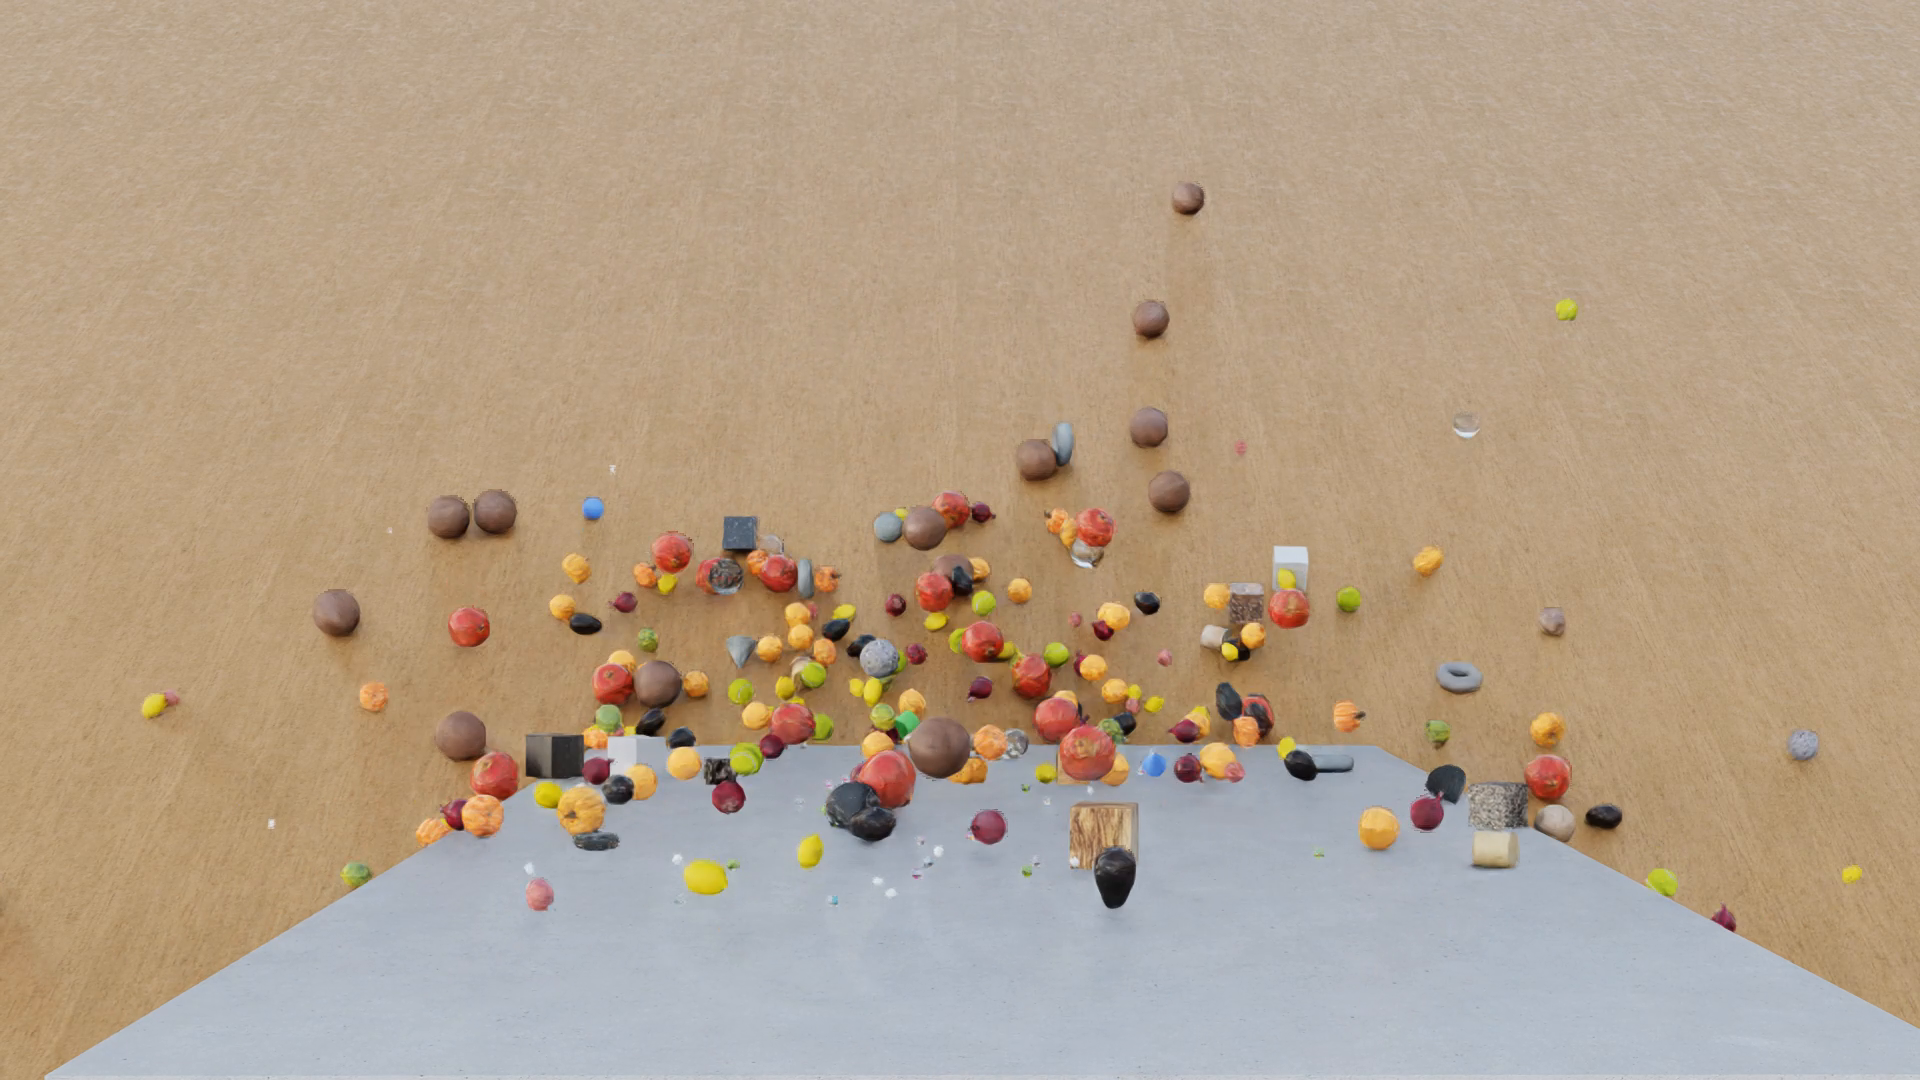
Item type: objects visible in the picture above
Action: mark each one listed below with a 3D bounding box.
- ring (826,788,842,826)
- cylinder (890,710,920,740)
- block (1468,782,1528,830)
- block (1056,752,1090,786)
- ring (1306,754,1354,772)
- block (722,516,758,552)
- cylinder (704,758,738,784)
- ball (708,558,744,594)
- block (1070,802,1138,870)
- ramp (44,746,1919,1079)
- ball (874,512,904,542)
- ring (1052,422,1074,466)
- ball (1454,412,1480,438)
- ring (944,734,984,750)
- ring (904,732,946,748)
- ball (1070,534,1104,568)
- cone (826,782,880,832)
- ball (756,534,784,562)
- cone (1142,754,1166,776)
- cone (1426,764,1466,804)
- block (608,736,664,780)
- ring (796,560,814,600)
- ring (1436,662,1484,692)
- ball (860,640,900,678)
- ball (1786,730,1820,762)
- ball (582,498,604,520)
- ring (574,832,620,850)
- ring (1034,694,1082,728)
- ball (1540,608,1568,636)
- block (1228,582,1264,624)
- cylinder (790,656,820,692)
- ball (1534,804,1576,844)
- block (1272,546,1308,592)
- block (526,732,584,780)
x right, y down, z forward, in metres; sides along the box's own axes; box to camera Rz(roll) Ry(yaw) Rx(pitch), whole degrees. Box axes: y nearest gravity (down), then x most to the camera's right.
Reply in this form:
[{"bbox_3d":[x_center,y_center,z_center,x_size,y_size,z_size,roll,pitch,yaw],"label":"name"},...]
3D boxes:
[{"bbox_3d":[-0.222,0.499,4.860,0.025,0.075,0.075,15,12,-45],"label":"ring"},{"bbox_3d":[-0.146,0.489,6.824,0.057,0.057,0.057,16,33,27],"label":"cylinder"},{"bbox_3d":[1.008,0.496,4.839,0.079,0.079,0.079,0,0,-45],"label":"block"},{"bbox_3d":[0.246,0.498,5.644,0.068,0.068,0.068,0,0,-2],"label":"block"},{"bbox_3d":[0.848,0.512,5.928,0.109,0.036,0.109,-1,-1,0],"label":"ring"},{"bbox_3d":[-0.650,-0.017,7.655,0.093,0.093,0.093,1,-7,1],"label":"block"},{"bbox_3d":[-0.521,0.503,5.627,0.057,0.057,0.057,1,27,-22],"label":"cylinder"},{"bbox_3d":[-0.625,0.099,6.925,0.096,0.096,0.096,0,29,0],"label":"ball"},{"bbox_3d":[0.239,0.488,4.273,0.100,0.100,0.100,0,0,11],"label":"block"},{"bbox_3d":[0.066,0.586,4.636,2.000,0.100,4.000,0,0,0],"label":"ramp"},{"bbox_3d":[-0.212,-0.038,7.733,0.091,0.091,0.091,0,29,0],"label":"ball"},{"bbox_3d":[0.322,-0.302,8.139,0.046,0.139,0.139,5,28,-12],"label":"ring"},{"bbox_3d":[1.633,-0.370,8.334,0.083,0.083,0.083,0,29,0],"label":"ball"},{"bbox_3d":[0.010,0.510,6.512,0.106,0.035,0.106,-1,1,0],"label":"ring"},{"bbox_3d":[-0.086,0.509,6.594,0.112,0.037,0.112,0,-1,0],"label":"ring"},{"bbox_3d":[0.375,0.033,7.597,0.100,0.100,0.100,0,29,0],"label":"ball"},{"bbox_3d":[-0.191,0.514,4.773,0.098,0.098,0.098,-5,28,-9],"label":"cone"},{"bbox_3d":[-0.561,0.024,7.632,0.081,0.081,0.081,0,29,0],"label":"ball"},{"bbox_3d":[0.436,0.493,5.785,0.054,0.054,0.054,-1,61,3],"label":"cone"},{"bbox_3d":[0.998,0.514,5.257,0.083,0.083,0.083,-2,27,-3],"label":"cone"},{"bbox_3d":[-0.725,0.487,5.792,0.090,0.090,0.090,0,0,37],"label":"block"},{"bbox_3d":[-0.443,0.113,7.406,0.038,0.115,0.115,-6,29,1],"label":"ring"},{"bbox_3d":[1.362,0.374,7.047,0.126,0.042,0.126,0,28,0],"label":"ring"},{"bbox_3d":[-0.180,0.266,5.794,0.088,0.088,0.088,0,29,0],"label":"ball"},{"bbox_3d":[2.191,0.535,6.719,0.081,0.081,0.081,0,29,0],"label":"ball"},{"bbox_3d":[-1.116,-0.094,7.859,0.065,0.065,0.065,0,29,0],"label":"ball"},{"bbox_3d":[-0.634,0.524,4.509,0.079,0.026,0.079,1,0,0],"label":"ring"},{"bbox_3d":[0.262,0.456,6.898,0.131,0.044,0.131,0,28,0],"label":"ring"},{"bbox_3d":[1.667,0.229,7.270,0.077,0.077,0.077,0,29,0],"label":"ball"},{"bbox_3d":[0.810,0.180,7.327,0.091,0.091,0.091,2,19,3],"label":"block"},{"bbox_3d":[-0.424,0.364,7.035,0.070,0.070,0.070,-6,36,-11],"label":"cylinder"},{"bbox_3d":[1.115,0.534,4.845,0.078,0.078,0.078,0,29,0],"label":"ball"},{"bbox_3d":[0.958,0.084,7.510,0.095,0.095,0.095,2,29,3],"label":"block"},{"bbox_3d":[-0.911,0.485,5.814,0.093,0.093,0.093,0,0,43],"label":"block"}]
